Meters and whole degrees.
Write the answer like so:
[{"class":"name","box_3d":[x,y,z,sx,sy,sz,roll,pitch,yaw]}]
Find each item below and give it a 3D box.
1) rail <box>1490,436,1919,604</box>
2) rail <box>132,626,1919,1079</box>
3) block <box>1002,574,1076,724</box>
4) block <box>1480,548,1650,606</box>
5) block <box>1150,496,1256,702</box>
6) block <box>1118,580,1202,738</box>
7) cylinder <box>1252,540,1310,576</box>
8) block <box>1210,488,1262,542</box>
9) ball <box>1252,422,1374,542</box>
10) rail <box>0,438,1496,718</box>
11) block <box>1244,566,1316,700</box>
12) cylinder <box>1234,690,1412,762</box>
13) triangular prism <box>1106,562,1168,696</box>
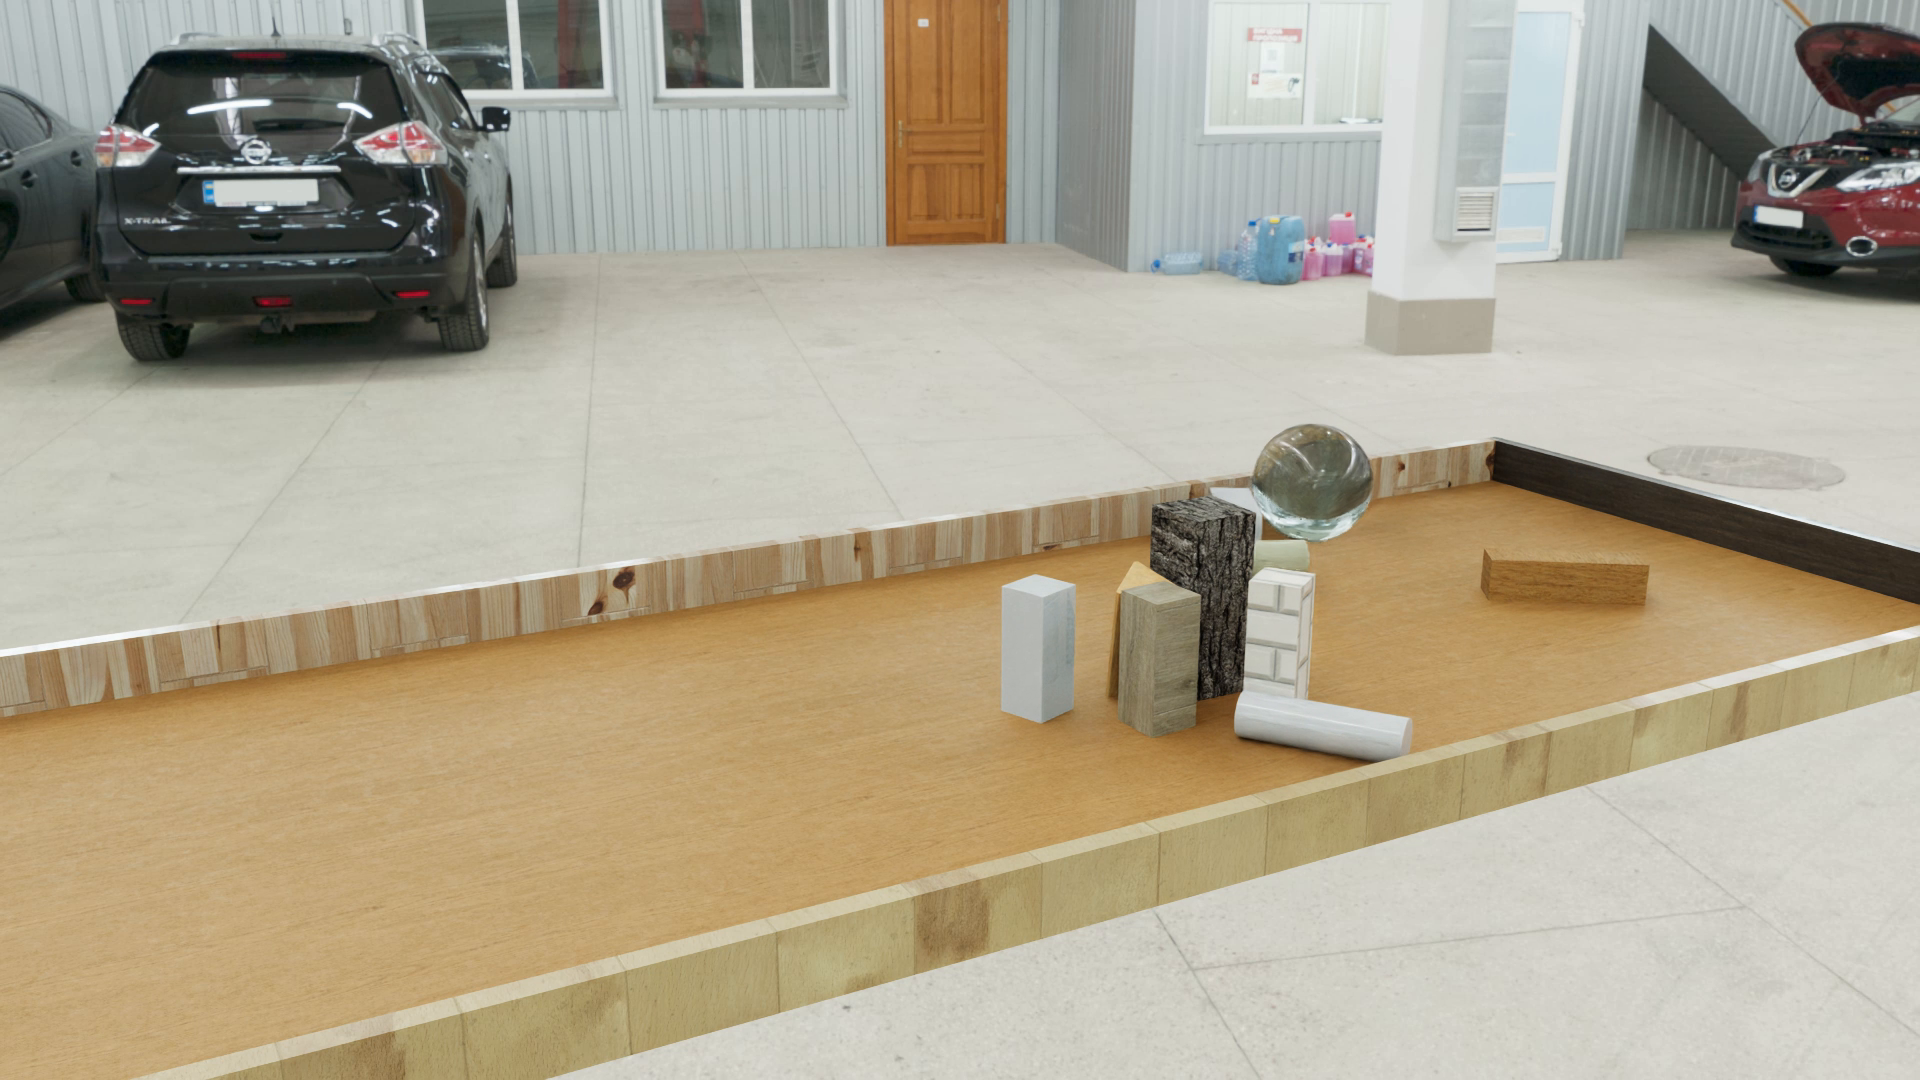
[{"class":"rail","box_3d":[2.466,-0.048,5.253,0.050,0.150,2.100,-9,18,-27]},{"class":"rail","box_3d":[-2.336,1.006,1.665,12.000,0.150,0.050,-9,18,-27]},{"class":"block","box_3d":[0.186,0.257,3.922,0.124,0.314,0.124,14,21,39]},{"class":"block","box_3d":[1.749,0.105,4.781,0.435,0.121,0.121,2,16,6]},{"class":"block","box_3d":[0.589,0.143,4.054,0.179,0.458,0.179,-8,19,-27]},{"class":"block","box_3d":[0.463,0.276,3.841,0.130,0.324,0.130,-10,19,-32]},{"class":"cylinder","box_3d":[0.876,0.057,4.975,0.329,0.105,0.105,-1,16,-4]},{"class":"block","box_3d":[0.886,-0.061,5.331,0.131,0.131,0.352,1,16,3]},{"class":"ball","box_3d":[1.134,-0.186,5.308,0.383,0.383,0.383,0,16,0]},{"class":"rail","box_3d":[-3.305,0.497,3.399,12.000,0.150,0.050,-9,18,-27]},{"class":"block","box_3d":[0.743,0.257,3.847,0.121,0.357,0.121,8,18,26]},{"class":"cylinder","box_3d":[0.817,0.423,3.720,0.377,0.110,0.110,8,18,26]},{"class":"triangular prism","box_3d":[0.432,0.216,4.031,0.155,0.305,0.134,-3,31,-8]}]
